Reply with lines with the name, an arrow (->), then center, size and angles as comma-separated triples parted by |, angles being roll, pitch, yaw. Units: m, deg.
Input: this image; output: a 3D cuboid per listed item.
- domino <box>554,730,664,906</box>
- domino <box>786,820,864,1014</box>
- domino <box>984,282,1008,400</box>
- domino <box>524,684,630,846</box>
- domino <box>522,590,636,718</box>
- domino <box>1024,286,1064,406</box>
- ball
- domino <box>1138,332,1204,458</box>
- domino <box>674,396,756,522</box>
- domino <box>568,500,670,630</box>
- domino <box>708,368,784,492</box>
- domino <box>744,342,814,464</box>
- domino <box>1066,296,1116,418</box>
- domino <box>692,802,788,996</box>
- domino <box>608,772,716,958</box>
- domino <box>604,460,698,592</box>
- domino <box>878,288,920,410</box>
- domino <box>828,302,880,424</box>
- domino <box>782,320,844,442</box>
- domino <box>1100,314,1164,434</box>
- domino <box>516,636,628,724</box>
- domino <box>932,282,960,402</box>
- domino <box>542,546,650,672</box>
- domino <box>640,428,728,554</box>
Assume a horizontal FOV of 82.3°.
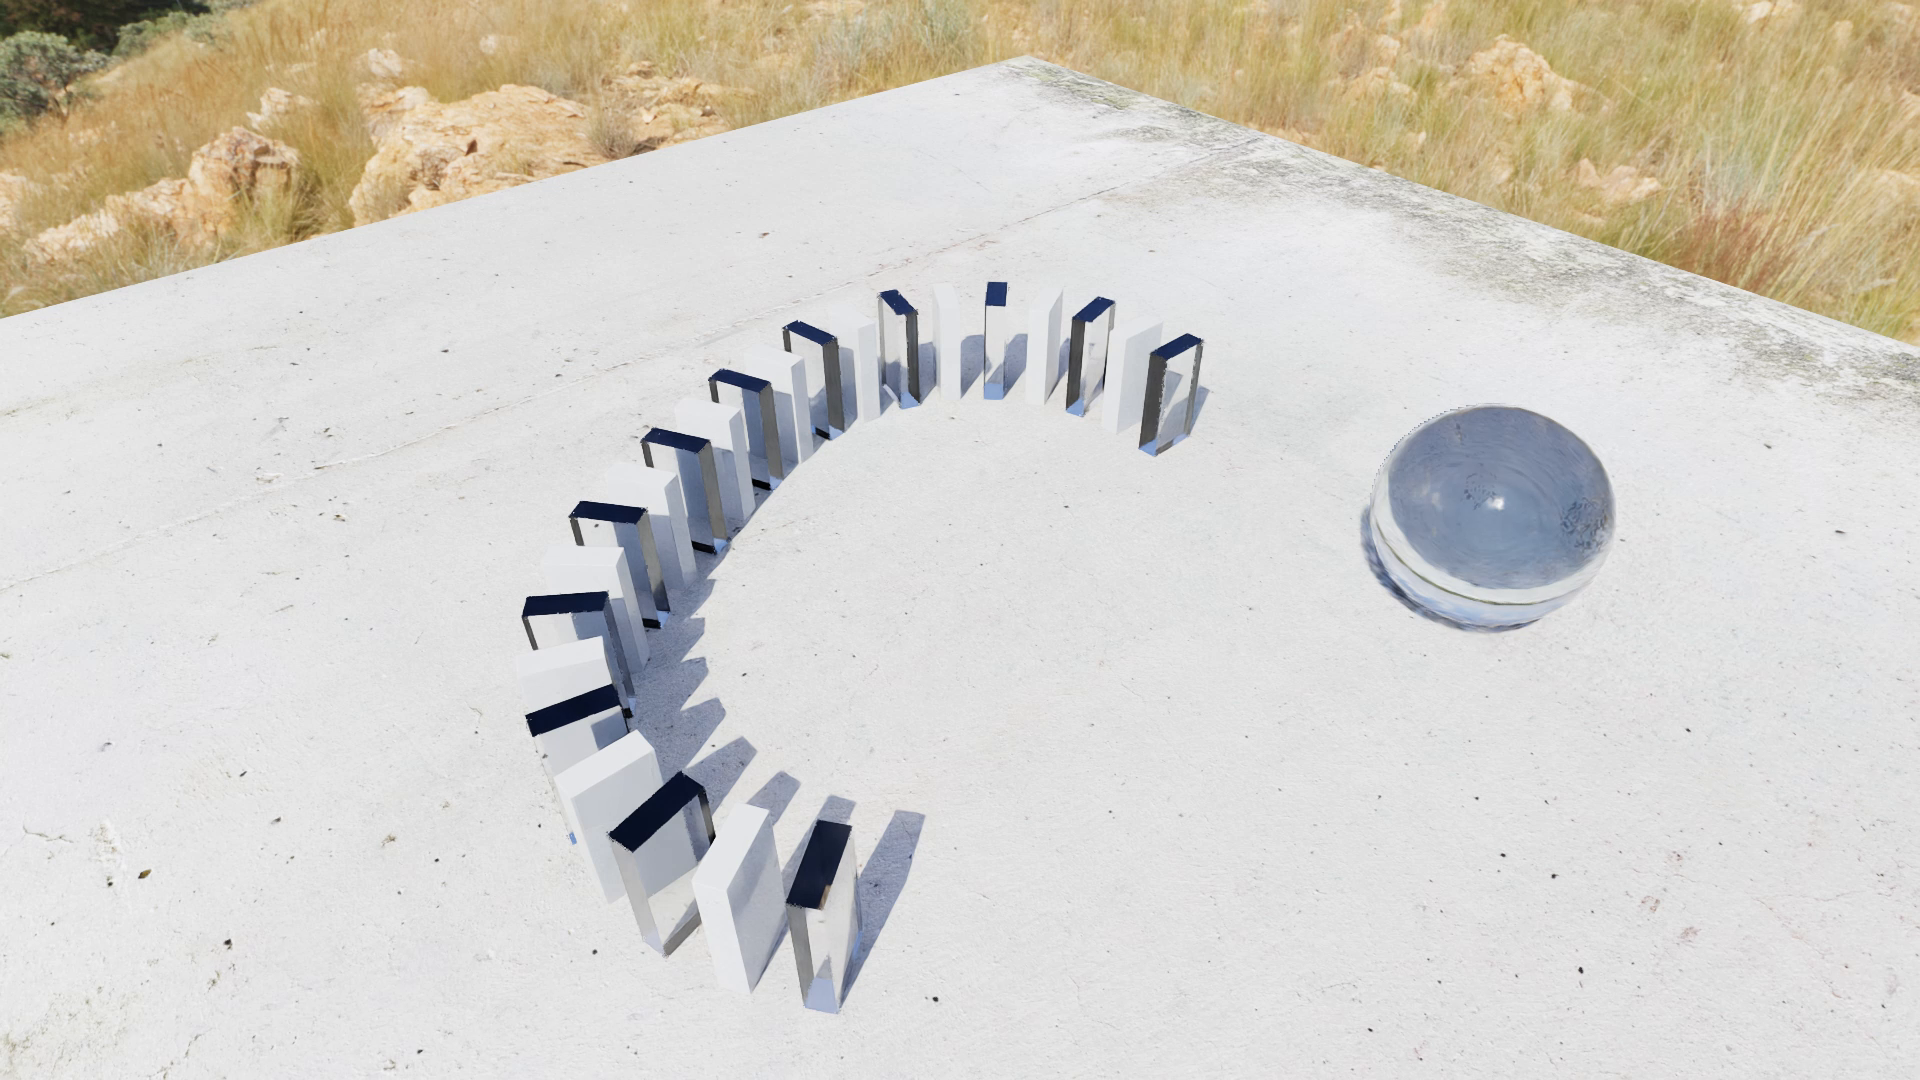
domino -> -0.096, 0.080, 0.314 | 0.025, 0.050, 0.009 | -30, 48, -31
domino -> -0.035, 0.100, 0.290 | 0.009, 0.050, 0.025 | 8, 40, 9
domino -> 0.017, -0.095, 0.528 | 0.010, 0.050, 0.025 | 3, 39, 3
domino -> -0.110, 0.068, 0.329 | 0.025, 0.050, 0.009 | -20, 43, -22
domino -> -0.125, 0.039, 0.363 | 0.025, 0.050, 0.009 | -4, 39, -5
domino -> 0.040, -0.092, 0.524 | 0.010, 0.050, 0.025 | 13, 41, 15
ball -> 0.191, -0.009, 0.398 | 0.080, 0.080, 0.080 | 0, 39, 0
domino -> 0.094, -0.064, 0.490 | 0.025, 0.050, 0.009 | -30, 48, -32
domino -> -0.100, -0.033, 0.452 | 0.025, 0.050, 0.009 | 14, 41, 16
domino -> -0.123, 0.010, 0.400 | 0.025, 0.050, 0.009 | 7, 40, 8
domino -> -0.091, -0.047, 0.468 | 0.025, 0.050, 0.009 | 18, 43, 20
domino -> -0.079, -0.060, 0.484 | 0.025, 0.050, 0.009 | 20, 43, 23
domino -> 0.061, -0.086, 0.516 | 0.010, 0.050, 0.025 | 23, 44, 25
domino -> -0.058, 0.096, 0.294 | 0.010, 0.050, 0.025 | 11, 41, 13
domino -> -0.079, 0.090, 0.302 | 0.009, 0.050, 0.025 | 24, 45, 26
domino -> -0.117, -0.005, 0.417 | 0.025, 0.050, 0.009 | 13, 41, 15
domino -> -0.029, -0.090, 0.521 | 0.010, 0.050, 0.025 | -17, 42, -19
domino -> -0.049, -0.082, 0.512 | 0.010, 0.050, 0.025 | -26, 46, -28
domino -> -0.066, -0.072, 0.499 | 0.025, 0.050, 0.009 | 28, 47, 29
domino -> 0.078, -0.076, 0.504 | 0.025, 0.050, 0.010 | -29, 48, -31
domino -> -0.120, 0.054, 0.346 | 0.025, 0.050, 0.009 | -12, 41, -14
domino -> -0.007, -0.095, 0.527 | 0.009, 0.050, 0.025 | -6, 40, -8
domino -> -0.126, 0.025, 0.382 | 0.025, 0.050, 0.009 | 2, 39, 2
domino -> -0.108, -0.019, 0.434 | 0.025, 0.050, 0.009 | 13, 41, 15
